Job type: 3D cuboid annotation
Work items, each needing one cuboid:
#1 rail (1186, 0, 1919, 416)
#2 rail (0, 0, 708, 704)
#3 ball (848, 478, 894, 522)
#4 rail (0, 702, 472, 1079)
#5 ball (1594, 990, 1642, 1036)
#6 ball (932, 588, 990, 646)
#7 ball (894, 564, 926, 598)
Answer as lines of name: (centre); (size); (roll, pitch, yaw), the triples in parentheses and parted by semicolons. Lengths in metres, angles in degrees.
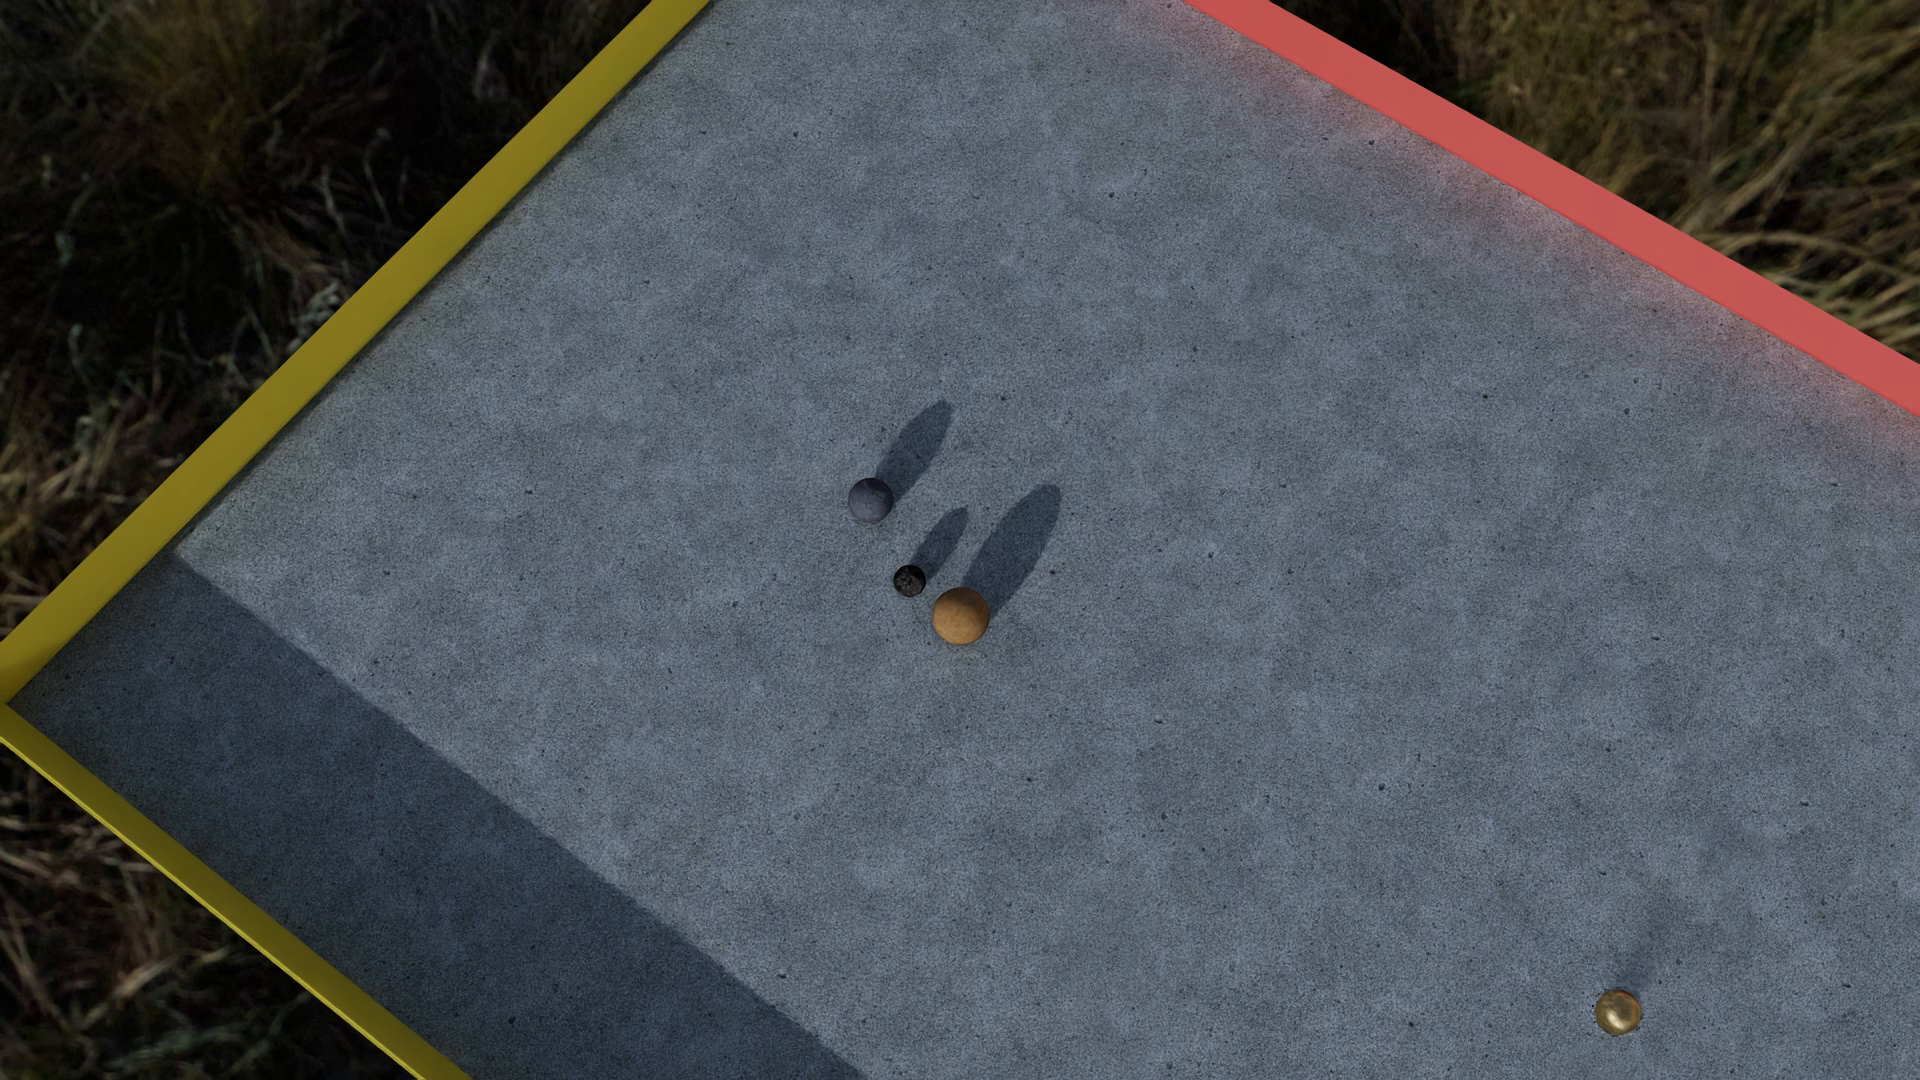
rail: (1.548, -0.269, 3.705); (4.290, 0.121, 0.045); (34, 68, 15)
rail: (-0.843, -0.571, 3.853); (0.045, 0.121, 2.352); (34, 68, 15)
ball: (-0.147, -0.066, 3.632); (0.075, 0.075, 0.075); (0, 64, 0)
rail: (0.176, 1.394, 2.889); (4.290, 0.121, 0.045); (34, 68, 15)
ball: (0.976, 0.700, 3.260); (0.067, 0.067, 0.067); (0, 64, 0)
ball: (0.002, 0.122, 3.529); (0.093, 0.093, 0.093); (0, 64, 0)
ball: (-0.082, 0.067, 3.579); (0.053, 0.053, 0.053); (0, 64, 0)
